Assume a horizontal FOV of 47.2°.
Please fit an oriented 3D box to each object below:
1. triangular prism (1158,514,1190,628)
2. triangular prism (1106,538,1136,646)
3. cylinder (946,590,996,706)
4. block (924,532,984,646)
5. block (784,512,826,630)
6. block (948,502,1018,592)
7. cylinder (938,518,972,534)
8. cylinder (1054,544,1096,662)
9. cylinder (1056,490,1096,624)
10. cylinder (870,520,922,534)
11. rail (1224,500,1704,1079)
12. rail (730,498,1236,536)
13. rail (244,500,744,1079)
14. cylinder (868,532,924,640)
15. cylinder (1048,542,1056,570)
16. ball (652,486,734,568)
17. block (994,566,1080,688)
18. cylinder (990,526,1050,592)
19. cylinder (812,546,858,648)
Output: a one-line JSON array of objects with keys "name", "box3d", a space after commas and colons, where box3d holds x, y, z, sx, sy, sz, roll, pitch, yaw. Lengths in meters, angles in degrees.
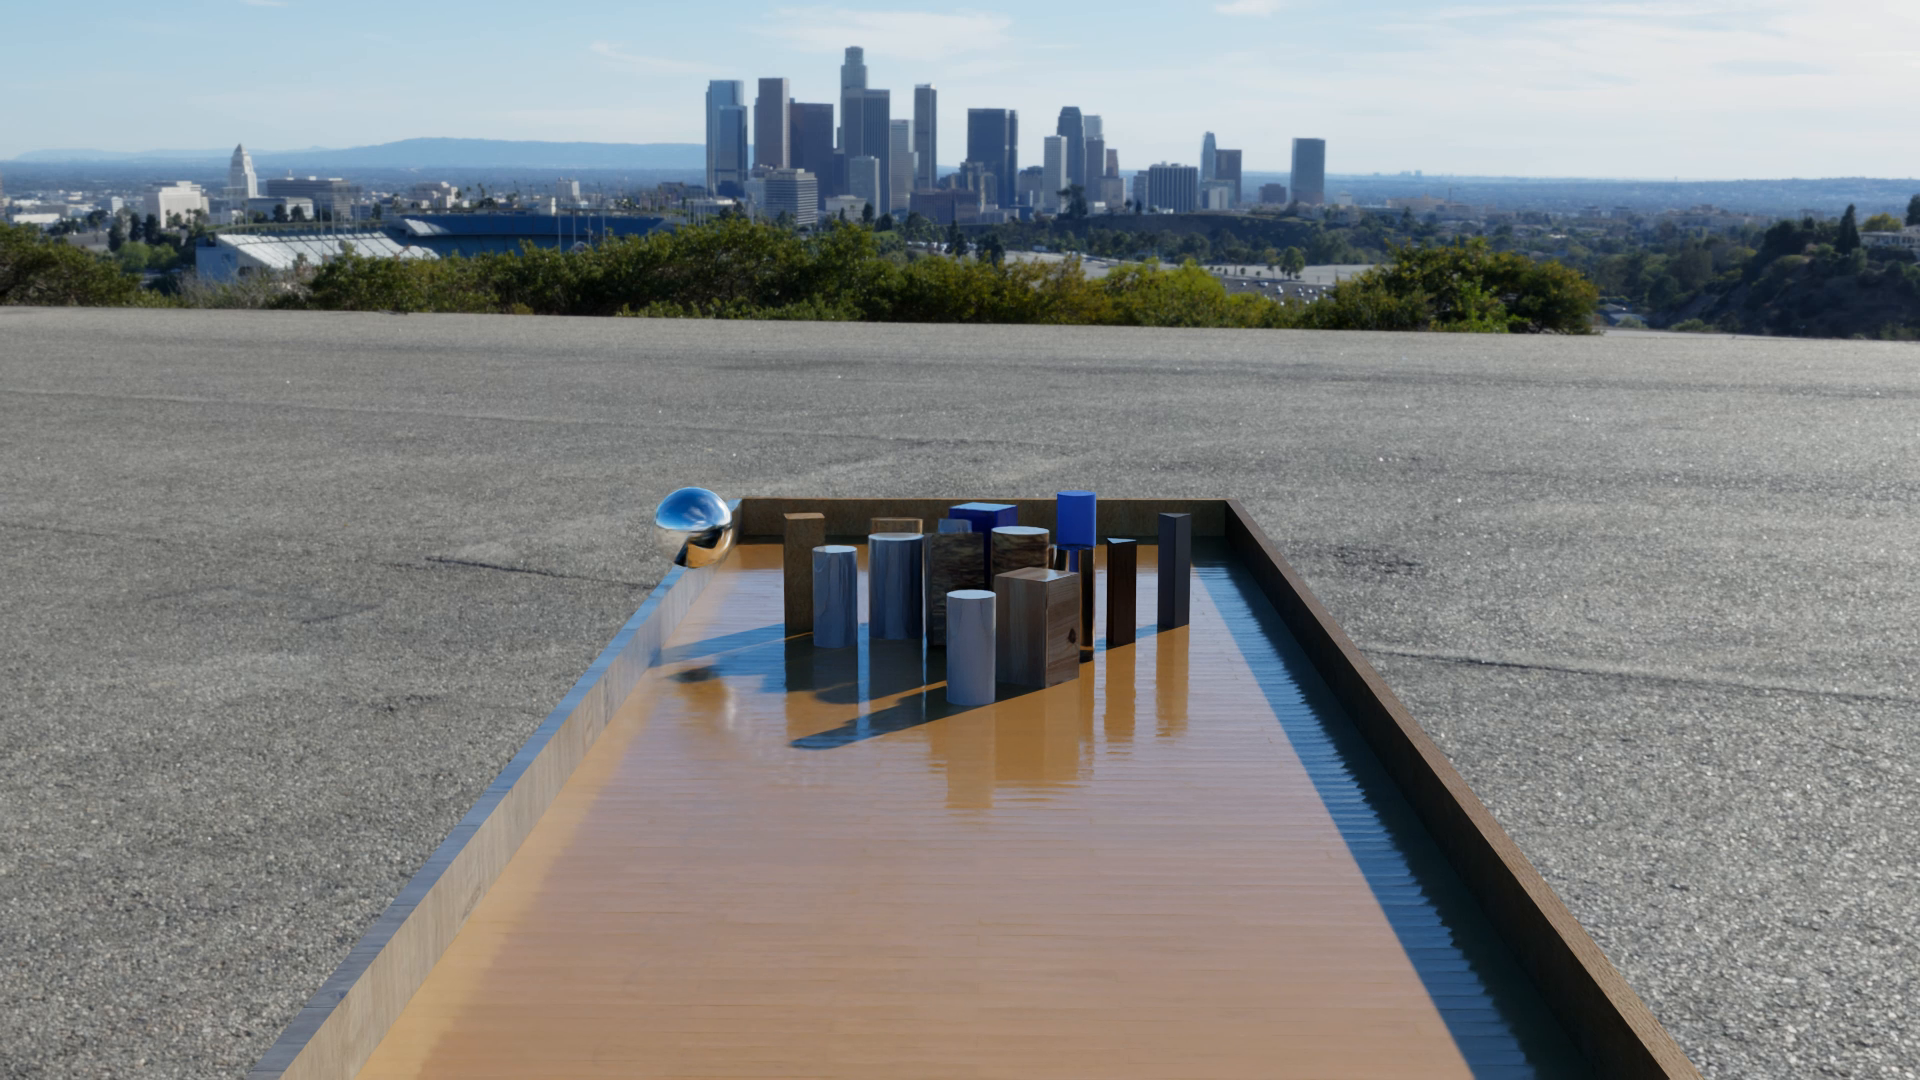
[{"name": "triangular prism", "box3d": [0.690, 0.098, 7.219, 0.090, 0.367, 0.104, 6, 11, 34]}, {"name": "triangular prism", "box3d": [0.493, 0.161, 6.947, 0.097, 0.327, 0.084, -7, 11, -36]}, {"name": "cylinder", "box3d": [0.031, 0.300, 6.153, 0.138, 0.302, 0.138, 0, 9, 0]}, {"name": "block", "box3d": [-0.017, 0.151, 6.891, 0.164, 0.345, 0.164, -1, 1, -9]}, {"name": "block", "box3d": [-0.509, 0.101, 7.202, 0.125, 0.366, 0.125, -2, 9, -10]}, {"name": "block", "box3d": [0.075, 0.088, 7.172, 0.166, 0.397, 0.166, 5, 9, 27]}, {"name": "cylinder", "box3d": [-0.028, 0.118, 7.040, 0.110, 0.369, 0.110, 4, -1, 0]}, {"name": "cylinder", "box3d": [0.347, 0.192, 6.697, 0.128, 0.345, 0.128, 0, 9, 0]}, {"name": "cylinder", "box3d": [0.380, 0.066, 7.186, 0.127, 0.441, 0.127, 0, 9, 0]}, {"name": "cylinder", "box3d": [-0.212, 0.099, 7.266, 0.173, 0.332, 0.173, 1, 2, 0]}, {"name": "rail", "box3d": [1.046, 0.843, 3.208, 0.050, 0.150, 12.000, 0, 9, 1]}, {"name": "rail", "box3d": [0.099, -0.098, 9.147, 2.100, 0.150, 0.050, 0, 9, 1]}, {"name": "rail", "box3d": [-1.004, 0.839, 3.234, 0.050, 0.150, 12.000, 0, 9, 1]}, {"name": "cylinder", "box3d": [-0.205, 0.146, 7.070, 0.179, 0.319, 0.179, 0, 9, 0]}, {"name": "cylinder", "box3d": [0.259, 0.167, 6.966, 0.152, 0.304, 0.152, 2, 7, 0]}, {"name": "ball", "box3d": [-0.890, -0.041, 7.339, 0.272, 0.272, 0.272, 0, 9, 0]}, {"name": "block", "box3d": [0.225, 0.253, 6.415, 0.180, 0.312, 0.180, 6, 11, 35]}, {"name": "cylinder", "box3d": [0.181, 0.157, 6.800, 0.179, 0.377, 0.179, 1, 8, 0]}, {"name": "cylinder", "box3d": [-0.393, 0.177, 6.923, 0.141, 0.302, 0.141, 0, 9, 0]}]
